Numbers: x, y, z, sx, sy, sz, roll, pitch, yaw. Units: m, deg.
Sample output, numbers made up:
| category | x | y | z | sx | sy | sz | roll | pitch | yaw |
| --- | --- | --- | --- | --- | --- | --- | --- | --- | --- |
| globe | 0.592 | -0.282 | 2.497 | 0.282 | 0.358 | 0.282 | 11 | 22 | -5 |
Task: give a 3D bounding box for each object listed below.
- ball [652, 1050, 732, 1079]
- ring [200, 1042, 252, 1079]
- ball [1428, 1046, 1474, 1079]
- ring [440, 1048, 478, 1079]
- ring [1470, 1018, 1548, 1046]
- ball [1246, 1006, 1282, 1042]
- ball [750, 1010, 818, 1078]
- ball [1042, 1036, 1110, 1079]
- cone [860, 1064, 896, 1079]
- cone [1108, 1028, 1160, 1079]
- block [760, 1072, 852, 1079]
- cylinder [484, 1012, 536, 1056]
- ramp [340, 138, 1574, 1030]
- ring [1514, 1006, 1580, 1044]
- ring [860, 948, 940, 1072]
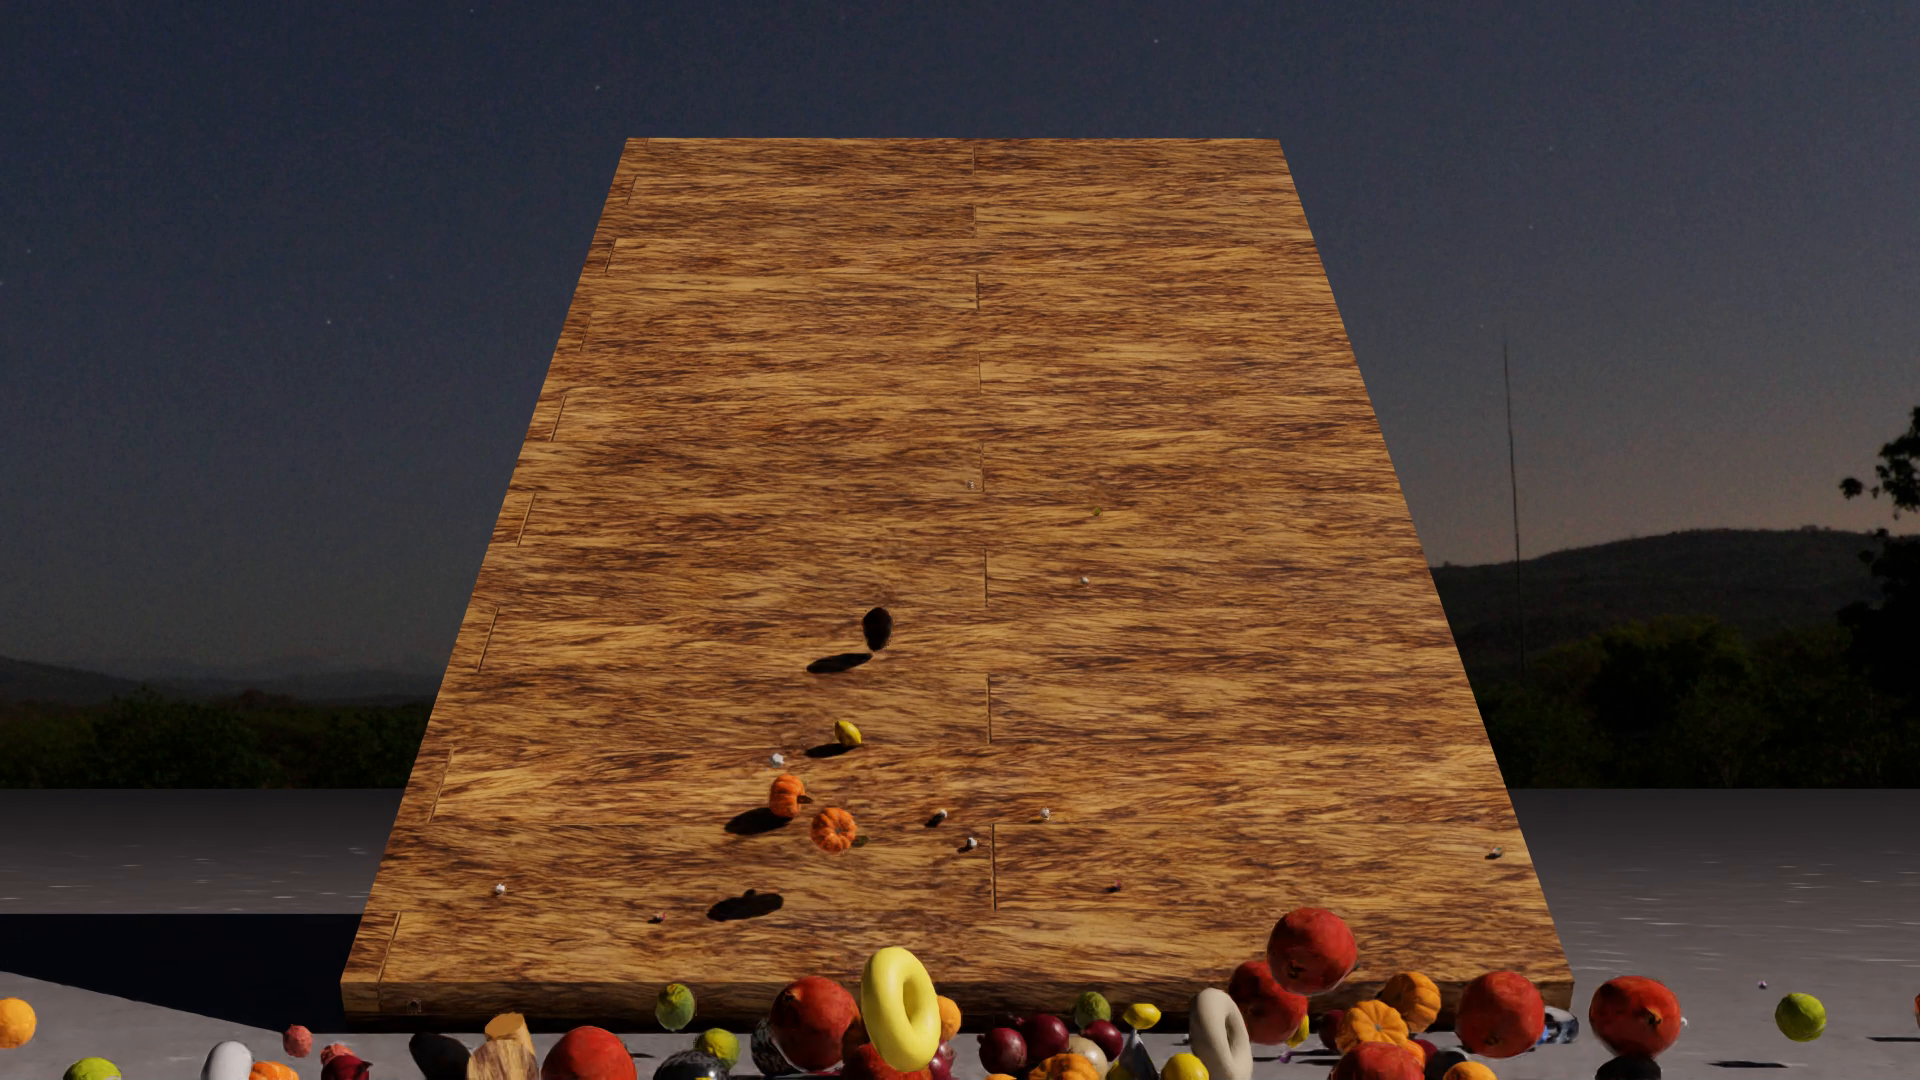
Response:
| category | x | y | z | sx | sy | sz | roll | pitch | yaw |
| --- | --- | --- | --- | --- | --- | --- | --- | --- | --- |
| ball | -0.309 | 0.637 | 2.774 | 0.096 | 0.096 | 0.096 | 0 | -6 | 0 |
| ring | -0.723 | 0.552 | 2.334 | 0.044 | 0.131 | 0.131 | 17 | -9 | -12 |
| ball | 0.645 | 0.694 | 3.156 | 0.059 | 0.059 | 0.059 | 0 | -6 | 0 |
| ring | -0.659 | 0.720 | 3.298 | 0.108 | 0.036 | 0.108 | 0 | -2 | 0 |
| ring | 0.835 | 0.749 | 3.653 | 0.116 | 0.039 | 0.116 | 0 | -15 | 0 |
| ball | 0.475 | 0.755 | 3.753 | 0.057 | 0.057 | 0.057 | 0 | -6 | 0 |
| ball | -0.239 | 0.689 | 3.276 | 0.093 | 0.093 | 0.093 | 0 | -6 | 0 |
| ball | 0.146 | 0.669 | 3.033 | 0.084 | 0.084 | 0.084 | 0 | -6 | 0 |
| cone | -0.083 | 0.689 | 2.958 | 0.067 | 0.067 | 0.067 | -6 | -35 | 45 |
| cone | 0.226 | 0.674 | 3.104 | 0.090 | 0.090 | 0.090 | 0 | -6 | 0 |
| block | -0.173 | 0.636 | 2.668 | 0.076 | 0.076 | 0.076 | -4 | -7 | 35 |
| cylinder | -0.604 | 0.673 | 3.225 | 0.055 | 0.055 | 0.055 | -11 | 22 | 4 |
| ramp | -0.012 | -0.216 | 5.666 | 2.000 | 0.100 | 4.000 | 0 | 29 | 0 |
| ring | 0.919 | 0.761 | 3.774 | 0.105 | 0.035 | 0.105 | 3 | 11 | -1 |
| ring | -0.065 | 0.512 | 2.626 | 0.046 | 0.138 | 0.138 | -17 | -12 | 20 |
